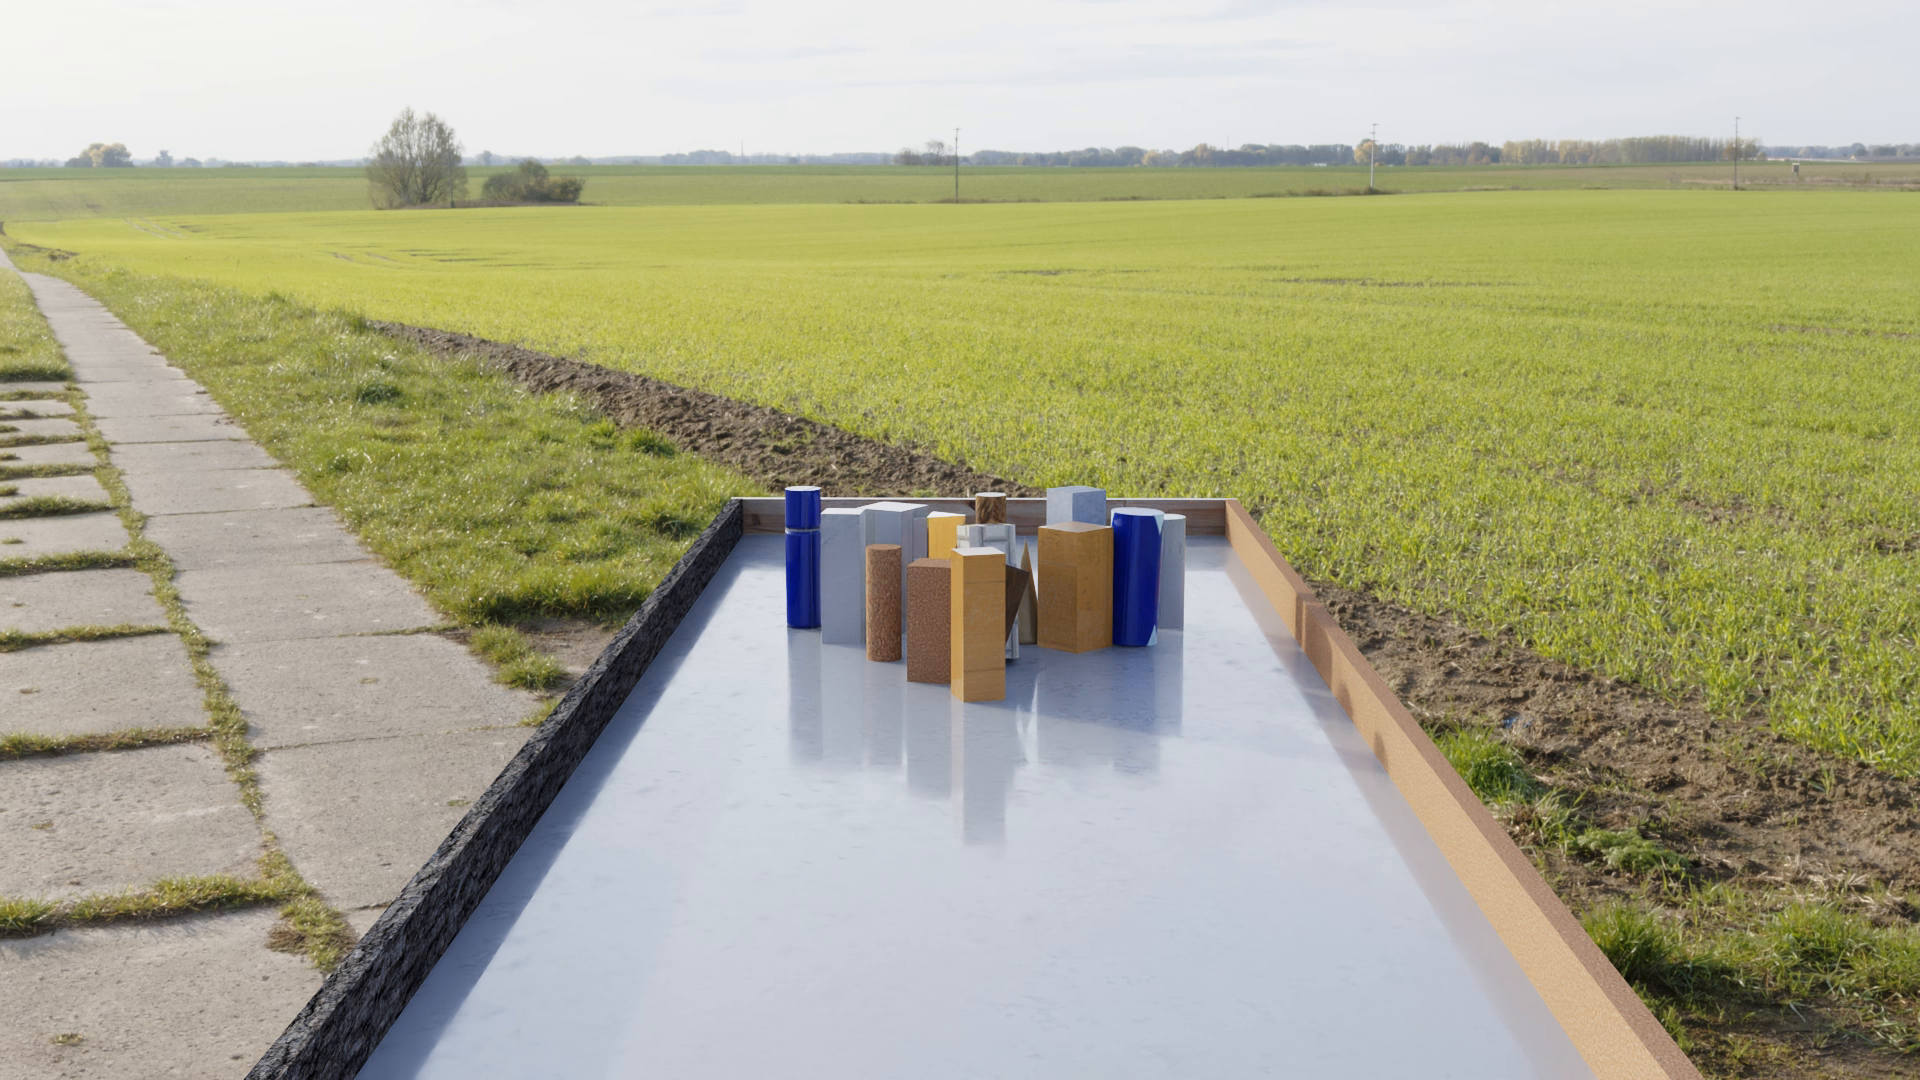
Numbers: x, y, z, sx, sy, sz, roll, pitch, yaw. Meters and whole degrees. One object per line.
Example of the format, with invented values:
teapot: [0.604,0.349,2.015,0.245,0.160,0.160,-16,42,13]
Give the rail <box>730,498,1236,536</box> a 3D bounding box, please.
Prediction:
rail: [0.099,-0.098,9.147,2.100,0.150,0.050,0,9,1]

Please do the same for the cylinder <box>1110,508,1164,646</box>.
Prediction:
cylinder: [0.549,0.115,6.932,0.165,0.416,0.165,2,9,0]

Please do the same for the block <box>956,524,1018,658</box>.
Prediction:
block: [0.084,0.155,6.699,0.144,0.403,0.144,-2,3,-15]

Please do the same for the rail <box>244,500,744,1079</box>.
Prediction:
rail: [-1.004,0.839,3.234,0.050,0.150,12.000,0,9,1]

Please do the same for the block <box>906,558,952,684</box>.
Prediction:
block: [-0.065,0.236,6.430,0.146,0.342,0.146,2,9,15]

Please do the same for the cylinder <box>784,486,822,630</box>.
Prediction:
cylinder: [-0.511,0.058,7.186,0.116,0.456,0.116,0,9,0]

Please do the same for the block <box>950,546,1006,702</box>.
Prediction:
block: [0.051,0.237,6.187,0.123,0.416,0.123,-3,9,-16]

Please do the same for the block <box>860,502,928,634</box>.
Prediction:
block: [-0.220,0.088,7.181,0.171,0.399,0.171,5,10,29]

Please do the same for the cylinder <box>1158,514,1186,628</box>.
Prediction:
cylinder: [0.673,0.102,7.215,0.130,0.361,0.130,0,9,0]

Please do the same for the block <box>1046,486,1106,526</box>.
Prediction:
block: [0.379,0.059,7.182,0.138,0.455,0.138,-6,11,-34]

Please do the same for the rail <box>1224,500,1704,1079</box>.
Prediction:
rail: [1.046,0.843,3.208,0.050,0.150,12.000,0,9,1]

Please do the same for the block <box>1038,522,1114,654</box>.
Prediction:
block: [0.361,0.146,6.882,0.167,0.378,0.167,-9,13,-44]

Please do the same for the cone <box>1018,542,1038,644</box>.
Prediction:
cone: [0.208,0.156,6.961,0.125,0.334,0.125,0,9,0]

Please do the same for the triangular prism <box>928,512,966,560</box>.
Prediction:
triangular prism: [-0.063,0.119,6.962,0.128,0.407,0.111,-4,10,-22]

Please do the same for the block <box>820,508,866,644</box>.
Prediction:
block: [-0.368,0.114,6.966,0.123,0.415,0.123,1,9,6]

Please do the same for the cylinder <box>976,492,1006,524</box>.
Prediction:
cylinder: [0.101,0.065,7.212,0.101,0.433,0.101,0,9,0]

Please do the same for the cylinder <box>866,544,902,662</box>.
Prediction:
cylinder: [-0.232,0.191,6.701,0.108,0.345,0.108,0,9,0]

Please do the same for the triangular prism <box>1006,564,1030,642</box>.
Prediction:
triangular prism: [0.107,0.227,6.580,0.110,0.312,0.095,19,-1,1]
